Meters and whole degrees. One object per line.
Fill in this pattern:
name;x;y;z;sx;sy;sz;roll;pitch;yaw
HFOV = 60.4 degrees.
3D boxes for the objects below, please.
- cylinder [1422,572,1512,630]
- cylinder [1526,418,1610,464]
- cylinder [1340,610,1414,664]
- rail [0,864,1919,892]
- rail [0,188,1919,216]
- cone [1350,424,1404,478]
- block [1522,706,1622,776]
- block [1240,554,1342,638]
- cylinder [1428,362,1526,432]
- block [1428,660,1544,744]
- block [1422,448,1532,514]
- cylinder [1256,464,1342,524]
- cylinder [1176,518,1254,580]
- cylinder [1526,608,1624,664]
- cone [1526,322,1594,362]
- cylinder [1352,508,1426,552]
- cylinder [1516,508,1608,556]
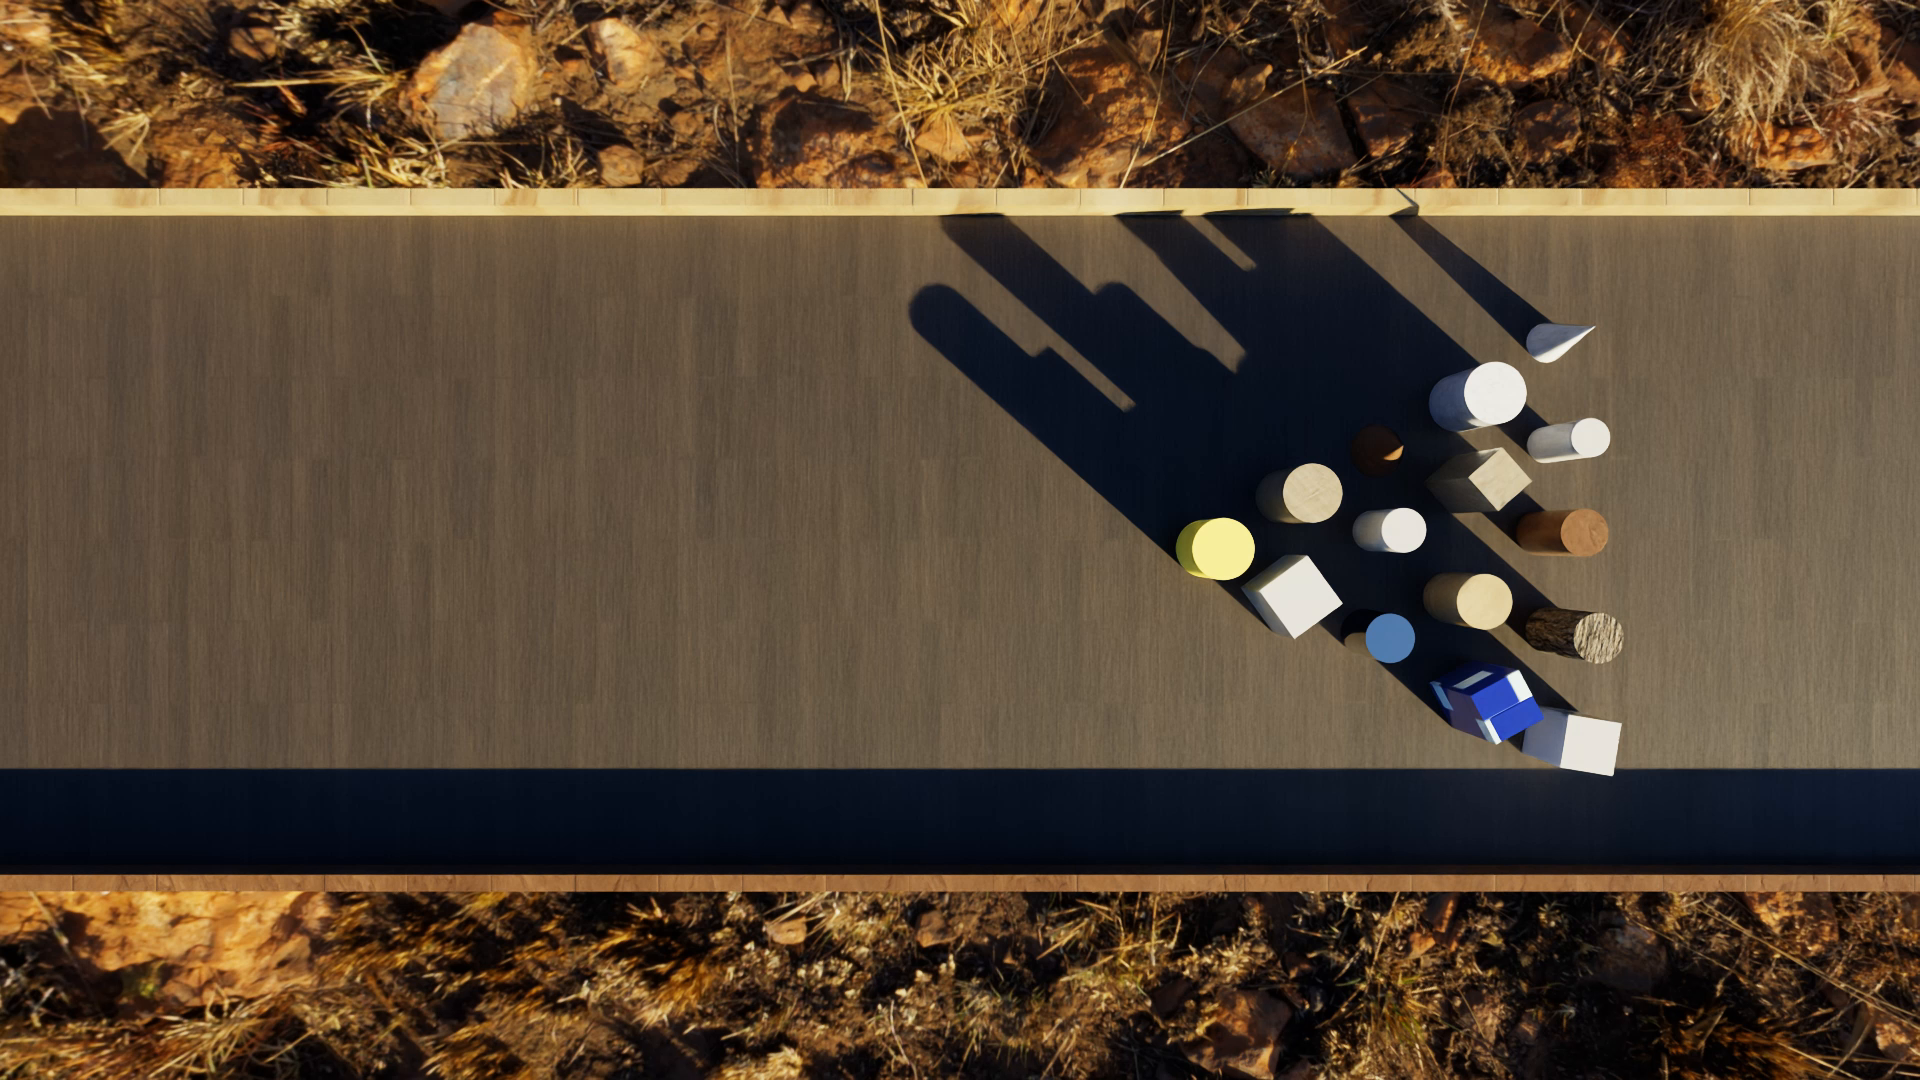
cylinder;1.504;0.177;4.902;0.159;0.349;0.159;0;90;0
cylinder;1.801;-0.293;4.893;0.111;0.368;0.111;0;90;0
cylinder;1.243;0.284;4.920;0.143;0.313;0.143;0;90;0
rail;-2.247;1.025;5.001;12.000;0.150;0.050;0;90;0
rail;-2.247;-1.025;5.002;12.000;0.150;0.050;0;90;0
cone;1.283;-0.273;4.925;0.164;0.304;0.164;0;90;0
block;1.817;0.592;4.913;0.154;0.327;0.154;9;90;0
block;0.983;0.165;4.914;0.172;0.324;0.172;-36;90;0
cylinder;1.531;-0.421;4.897;0.178;0.359;0.178;0;90;0
block;1.546;0.472;4.866;0.155;0.421;0.155;-28;90;0
block;1.513;-0.170;4.848;0.126;0.456;0.126;-41;90;0
cylinder;0.993;-0.132;4.860;0.167;0.434;0.167;0;90;0
cylinder;0.753;0.026;4.894;0.178;0.366;0.178;0;90;0
cylinder;1.812;0.278;4.878;0.144;0.398;0.144;0;90;0
cone;1.804;-0.607;4.878;0.122;0.396;0.122;0;90;0
cylinder;1.271;-0.028;4.899;0.128;0.354;0.128;0;90;0
cylinder;1.779;-0.021;4.886;0.137;0.380;0.137;0;90;0
